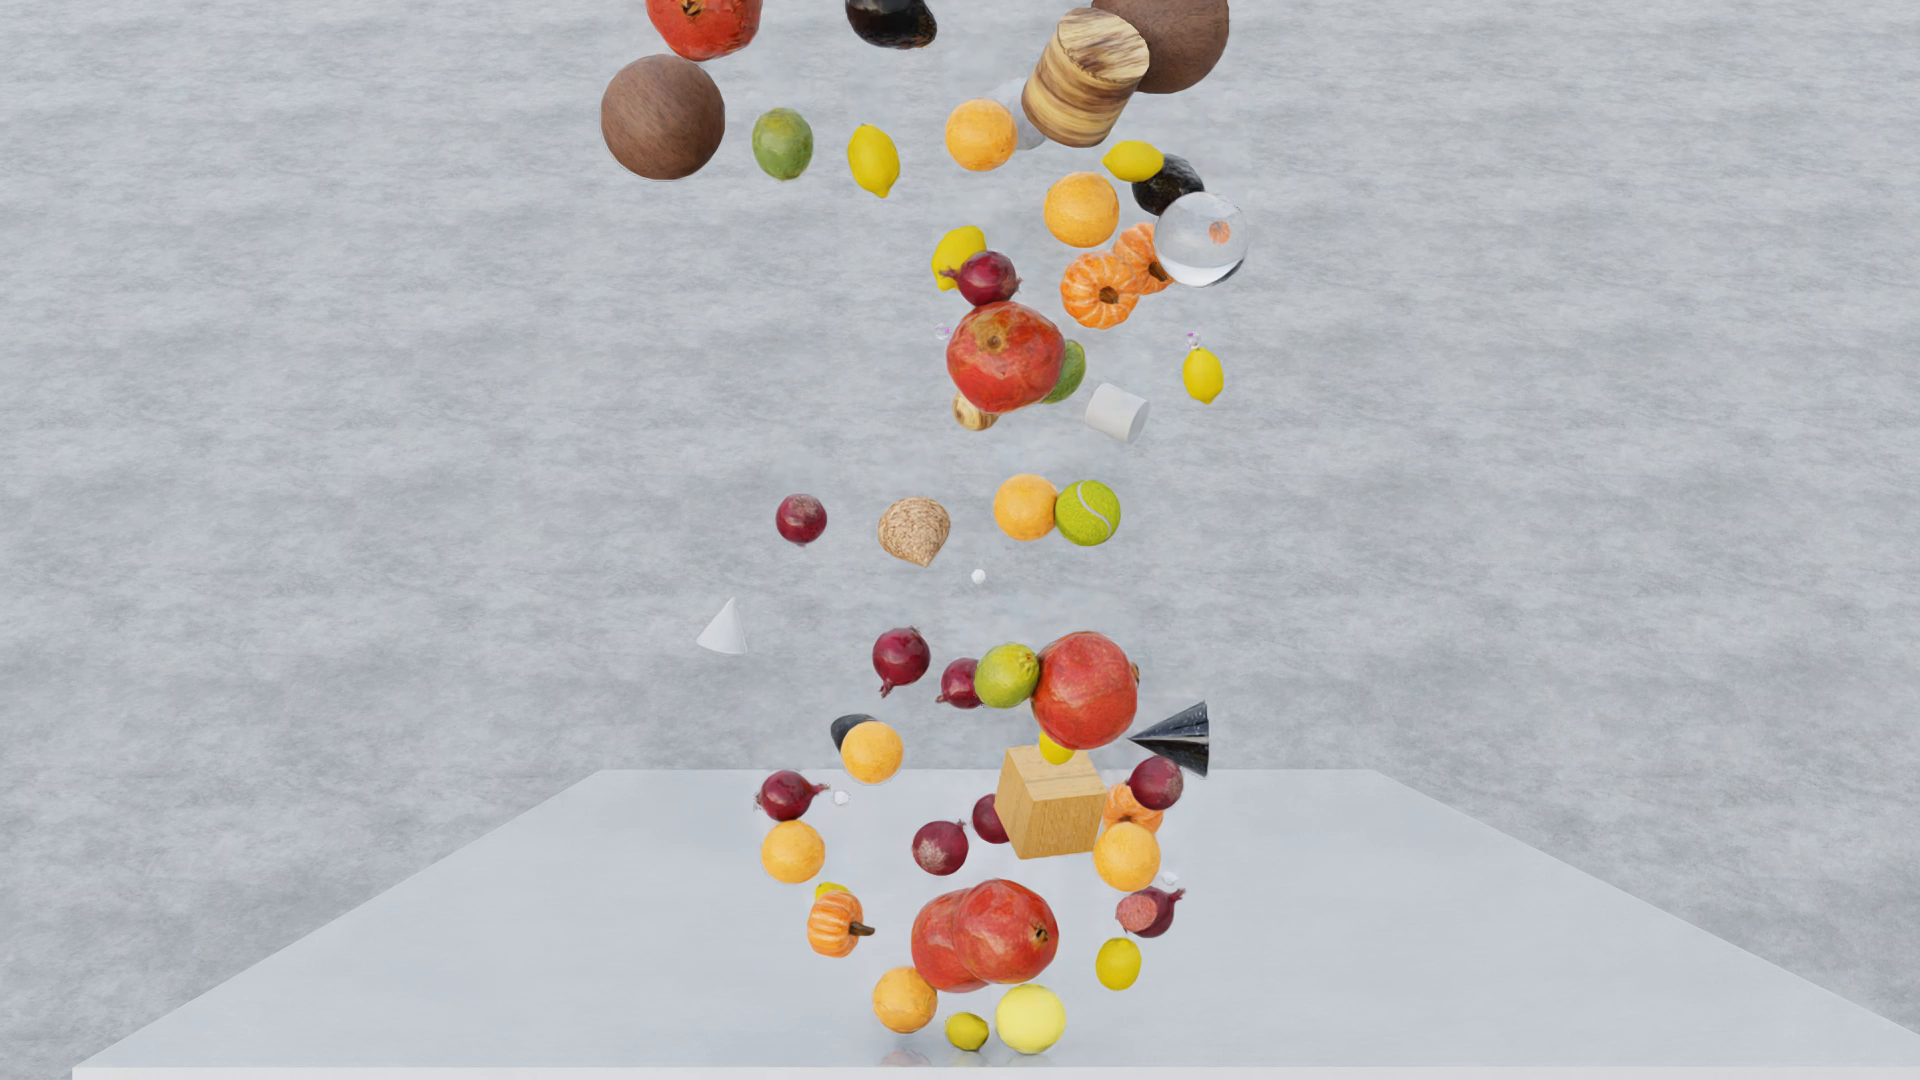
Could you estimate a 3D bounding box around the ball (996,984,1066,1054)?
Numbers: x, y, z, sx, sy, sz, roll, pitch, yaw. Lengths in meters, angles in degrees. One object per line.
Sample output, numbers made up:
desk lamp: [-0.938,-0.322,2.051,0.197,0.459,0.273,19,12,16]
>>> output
ball: [0.076,0.515,2.787,0.075,0.075,0.075,0,32,0]

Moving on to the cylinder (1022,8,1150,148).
cylinder: [0.110,-0.408,2.287,0.087,0.087,0.087,13,52,-17]

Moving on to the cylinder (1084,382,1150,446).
cylinder: [0.172,-0.138,2.833,0.053,0.053,0.053,25,39,19]

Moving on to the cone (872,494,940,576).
cone: [-0.038,0.007,2.499,0.072,0.072,0.072,-14,58,-22]

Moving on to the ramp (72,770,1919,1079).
ramp: [0.071,0.623,4.709,2.000,0.100,4.000,0,-1,0]

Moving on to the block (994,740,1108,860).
block: [0.099,0.285,2.846,0.087,0.087,0.087,-4,39,-20]

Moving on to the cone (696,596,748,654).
cone: [-0.258,0.090,2.882,0.059,0.059,0.059,13,10,-2]

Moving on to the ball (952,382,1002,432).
ball: [0.017,-0.136,2.640,0.051,0.051,0.051,0,32,0]

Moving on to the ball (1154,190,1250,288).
ball: [0.231,-0.288,2.477,0.092,0.092,0.092,0,32,0]

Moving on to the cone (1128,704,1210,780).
cone: [0.237,0.230,2.992,0.090,0.090,0.090,4,32,-2]

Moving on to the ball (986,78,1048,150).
ball: [0.063,-0.437,2.662,0.074,0.074,0.074,0,32,0]
